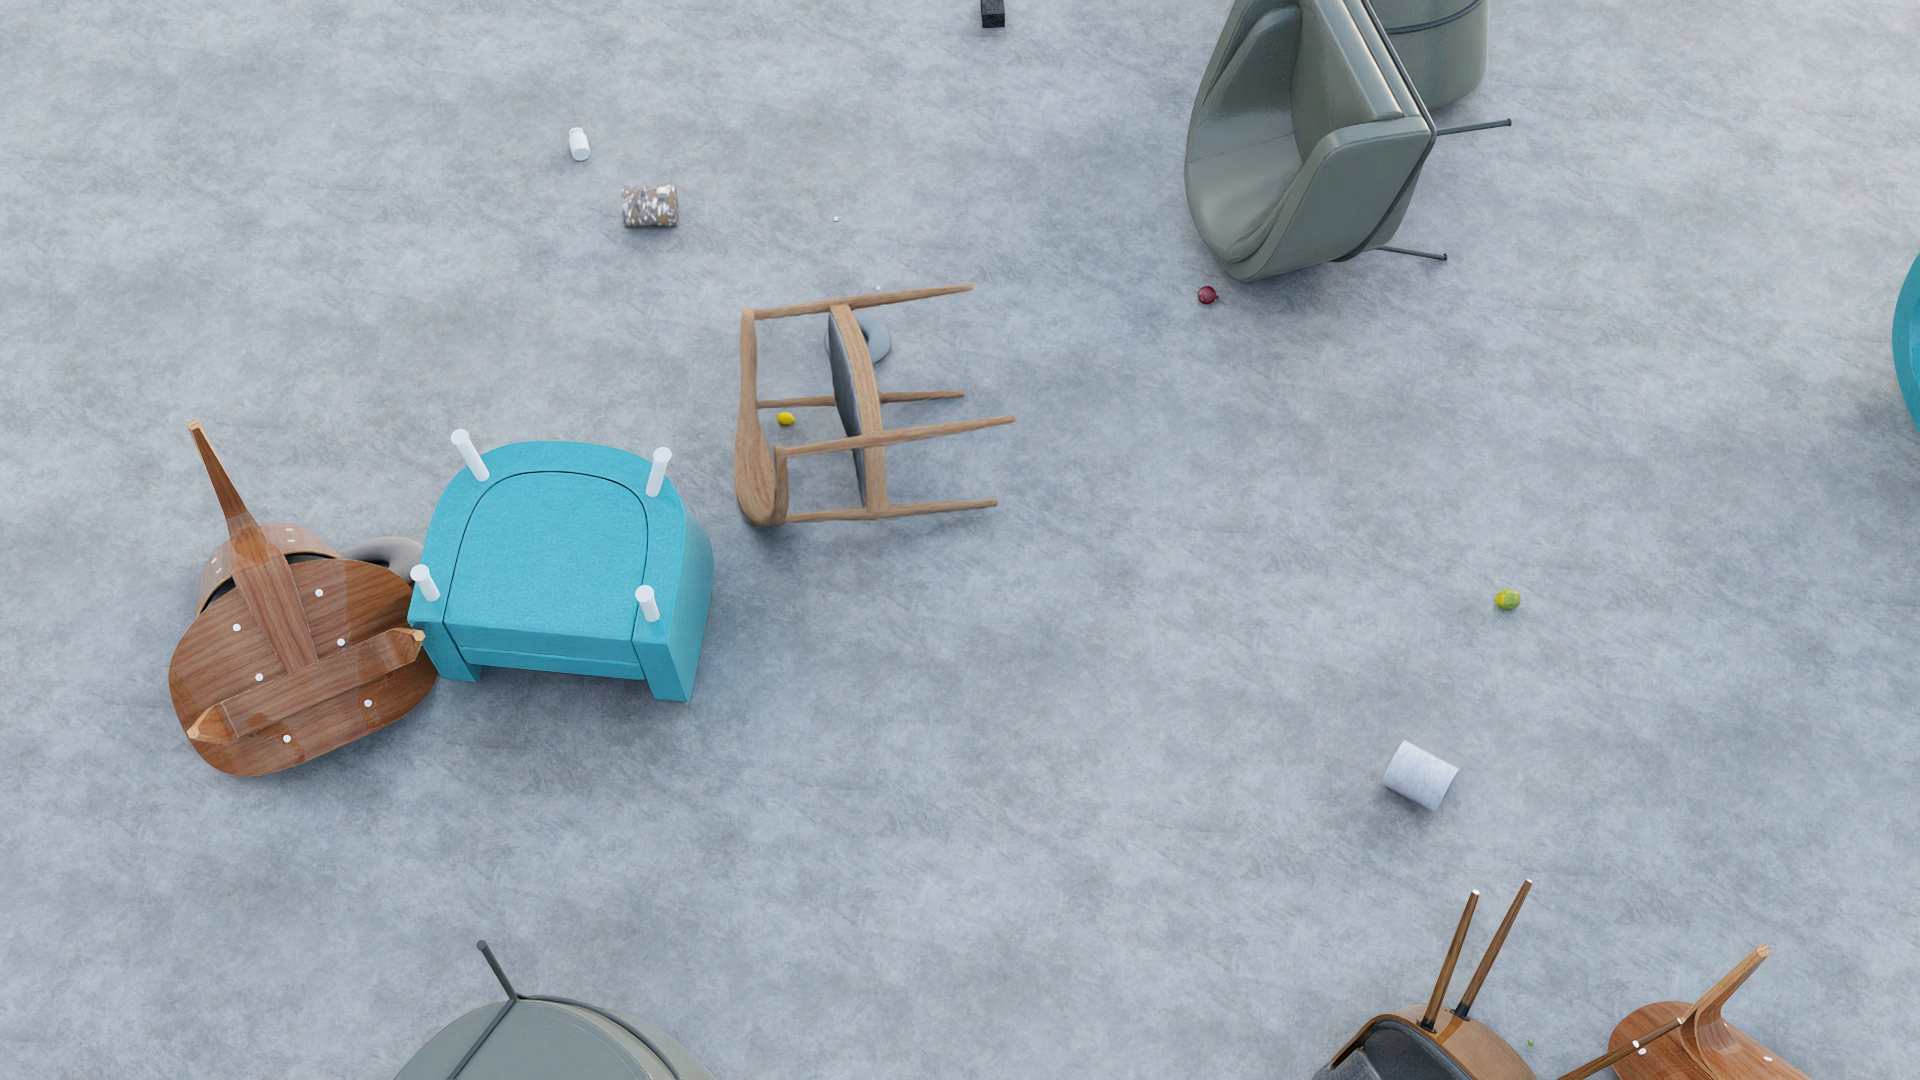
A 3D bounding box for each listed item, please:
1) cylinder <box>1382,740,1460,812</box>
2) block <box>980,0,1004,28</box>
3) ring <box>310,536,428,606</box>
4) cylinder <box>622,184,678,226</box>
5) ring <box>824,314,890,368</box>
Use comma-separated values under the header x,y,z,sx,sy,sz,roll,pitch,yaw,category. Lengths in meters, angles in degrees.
x,y,z,sx,sy,sz,roll,pitch,yaw,category
1.268,0.652,6.055,0.166,0.136,0.136,28,52,17,cylinder
0.116,-1.881,7.798,0.079,0.064,0.115,-3,56,-2,block
-1.739,0.092,6.476,0.352,0.060,0.218,-19,57,-12,ring
-1.020,-1.100,7.237,0.172,0.134,0.113,-1,11,-1,cylinder
-0.325,-0.633,6.970,0.212,0.048,0.219,-9,56,-7,ring
